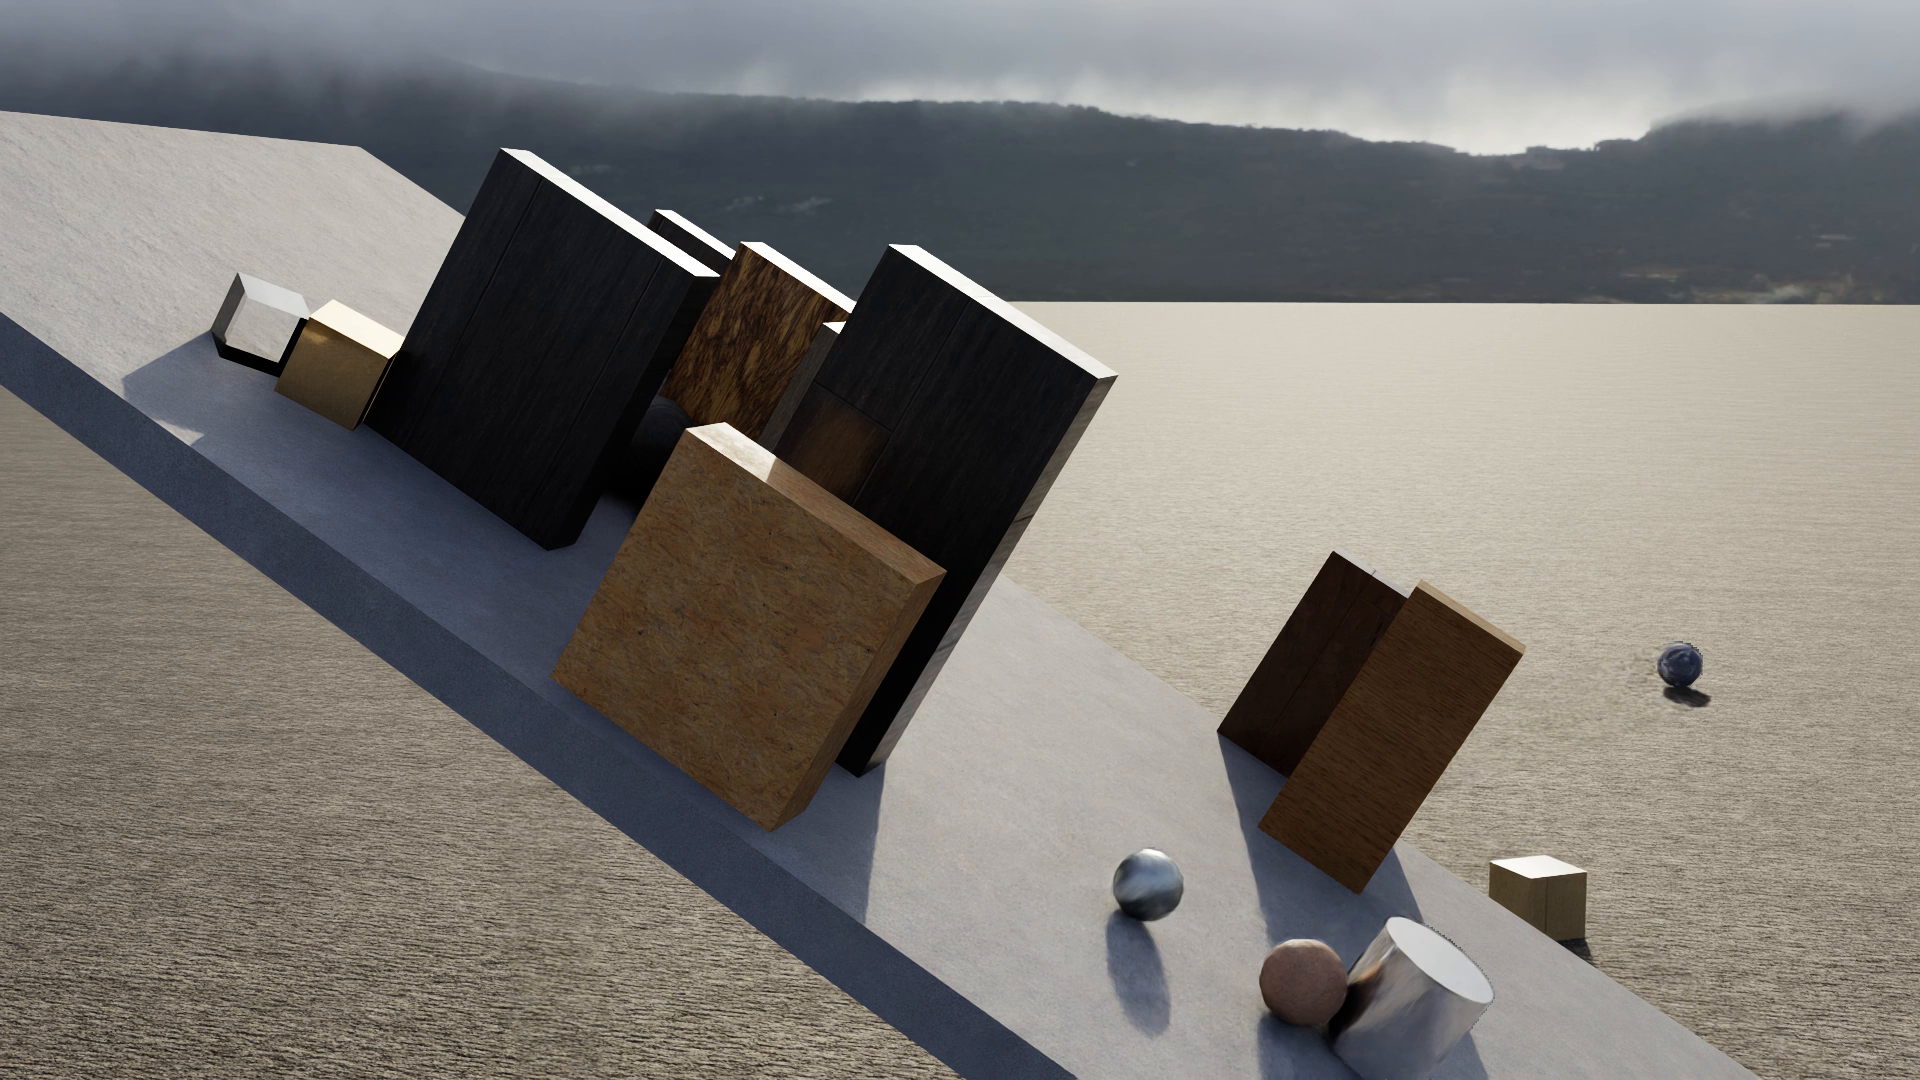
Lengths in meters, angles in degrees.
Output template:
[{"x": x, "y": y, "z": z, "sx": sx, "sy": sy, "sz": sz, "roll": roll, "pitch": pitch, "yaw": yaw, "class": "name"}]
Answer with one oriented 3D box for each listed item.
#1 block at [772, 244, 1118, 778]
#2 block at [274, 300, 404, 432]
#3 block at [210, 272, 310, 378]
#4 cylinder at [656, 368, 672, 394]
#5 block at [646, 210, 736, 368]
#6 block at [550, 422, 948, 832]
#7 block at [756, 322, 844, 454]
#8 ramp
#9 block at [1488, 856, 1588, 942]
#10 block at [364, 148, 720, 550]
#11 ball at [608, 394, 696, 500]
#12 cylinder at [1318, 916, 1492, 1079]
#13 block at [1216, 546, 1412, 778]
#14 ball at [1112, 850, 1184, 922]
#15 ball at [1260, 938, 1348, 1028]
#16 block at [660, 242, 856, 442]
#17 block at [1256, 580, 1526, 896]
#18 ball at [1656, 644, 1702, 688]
[{"x": -0.117, "y": -0.046, "z": 3.555, "sx": 0.394, "sy": 0.759, "sz": 0.140, "roll": 34, "pitch": 15, "yaw": 11, "class": "block"}, {"x": -1.057, "y": -0.300, "z": 3.765, "sx": 0.146, "sy": 0.146, "sz": 0.146, "roll": 28, "pitch": 15, "yaw": -9, "class": "block"}, {"x": -1.198, "y": -0.368, "z": 3.772, "sx": 0.116, "sy": 0.116, "sz": 0.116, "roll": 20, "pitch": 18, "yaw": -35, "class": "block"}, {"x": -0.666, "y": -0.284, "z": 4.380, "sx": 0.196, "sy": 0.196, "sz": 0.196, "roll": 34, "pitch": 17, "yaw": 13, "class": "cylinder"}, {"x": -0.539, "y": -0.380, "z": 4.481, "sx": 0.410, "sy": 0.429, "sz": 0.083, "roll": 34, "pitch": 15, "yaw": 11, "class": "block"}, {"x": -0.314, "y": 0.125, "z": 3.245, "sx": 0.409, "sy": 0.437, "sz": 0.144, "roll": 34, "pitch": 15, "yaw": 11, "class": "block"}, {"x": -0.231, "y": -0.097, "z": 3.986, "sx": 0.295, "sy": 0.513, "sz": 0.117, "roll": 34, "pitch": 15, "yaw": 11, "class": "block"}, {"x": -0.164, "y": 0.271, "z": 4.118, "sx": 4.000, "sy": 0.100, "sz": 2.000, "roll": 34, "pitch": 15, "yaw": 11, "class": "ramp"}, {"x": 1.625, "y": 1.012, "z": 6.192, "sx": 0.189, "sy": 0.189, "sz": 0.189, "roll": -3, "pitch": 7, "yaw": -22, "class": "block"}, {"x": -0.715, "y": -0.322, "z": 3.728, "sx": 0.408, "sy": 0.539, "sz": 0.099, "roll": 34, "pitch": 15, "yaw": 11, "class": "block"}, {"x": -0.592, "y": -0.176, "z": 4.148, "sx": 0.201, "sy": 0.201, "sz": 0.201, "roll": 0, "pitch": 7, "yaw": 0, "class": "ball"}, {"x": 0.728, "y": 0.766, "z": 3.613, "sx": 0.206, "sy": 0.206, "sz": 0.206, "roll": 30, "pitch": 16, "yaw": -10, "class": "cylinder"}, {"x": 0.873, "y": 0.335, "z": 4.791, "sx": 0.433, "sy": 0.479, "sz": 0.084, "roll": 34, "pitch": 15, "yaw": 11, "class": "block"}, {"x": 0.311, "y": 0.571, "z": 3.632, "sx": 0.117, "sy": 0.117, "sz": 0.117, "roll": 0, "pitch": 7, "yaw": 0, "class": "ball"}, {"x": 0.559, "y": 0.719, "z": 3.575, "sx": 0.142, "sy": 0.142, "sz": 0.142, "roll": 0, "pitch": 7, "yaw": 0, "class": "ball"}, {"x": -0.380, "y": -0.261, "z": 4.236, "sx": 0.351, "sy": 0.512, "sz": 0.110, "roll": 34, "pitch": 15, "yaw": 11, "class": "block"}, {"x": 0.852, "y": 0.391, "z": 4.357, "sx": 0.240, "sy": 0.584, "sz": 0.105, "roll": 34, "pitch": 15, "yaw": 11, "class": "block"}, {"x": 3.233, "y": 0.565, "z": 9.887, "sx": 0.195, "sy": 0.195, "sz": 0.195, "roll": 0, "pitch": 7, "yaw": 0, "class": "ball"}]
